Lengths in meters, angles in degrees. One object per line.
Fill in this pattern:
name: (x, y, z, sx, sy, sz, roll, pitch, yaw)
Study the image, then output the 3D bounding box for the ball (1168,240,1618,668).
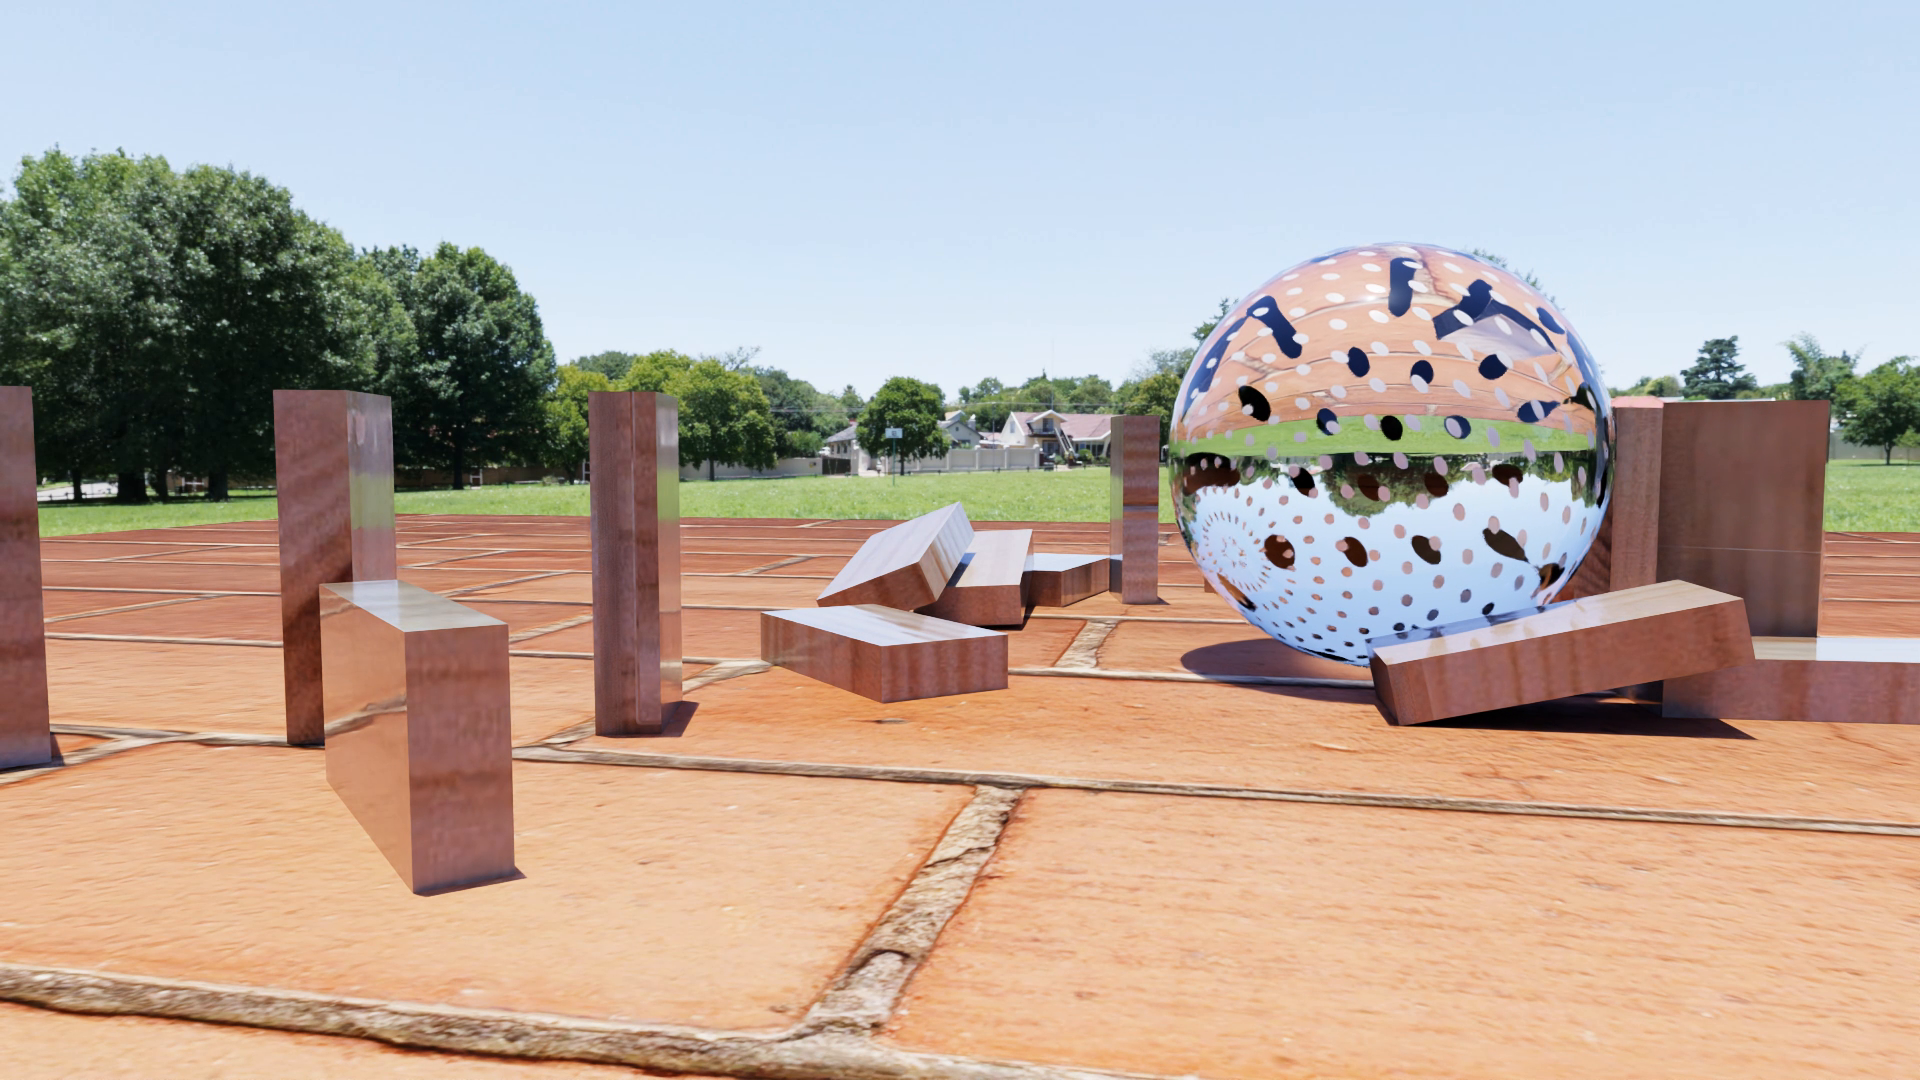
ball: (0.080, -0.016, 0.244, 0.080, 0.080, 0.080, 0, 4, 0)

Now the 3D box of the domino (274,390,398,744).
domino: (-0.093, 0.003, 0.193, 0.010, 0.050, 0.025, -1, 4, -10)

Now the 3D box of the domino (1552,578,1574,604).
domino: (0.169, 0.006, 0.322, 0.050, 0.025, 0.010, 0, 4, 1)

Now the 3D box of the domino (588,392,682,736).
domino: (-0.050, 0.003, 0.198, 0.009, 0.050, 0.025, 0, 4, -5)

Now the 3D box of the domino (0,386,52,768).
domino: (-0.133, 0.004, 0.177, 0.010, 0.050, 0.025, -3, 5, -38)

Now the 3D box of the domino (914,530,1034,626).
domino: (0.004, 0.009, 0.319, 0.025, 0.010, 0.050, -2, 15, 7)

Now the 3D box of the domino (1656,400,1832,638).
domino: (0.141, 0.000, 0.232, 0.025, 0.050, 0.010, 3, 5, 37)

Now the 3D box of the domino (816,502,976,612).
domino: (-0.014, 0.006, 0.300, 0.025, 0.010, 0.050, -21, 12, 16)

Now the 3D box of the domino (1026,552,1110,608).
domino: (0.024, 0.011, 0.361, 0.025, 0.010, 0.050, 2, 5, 22)

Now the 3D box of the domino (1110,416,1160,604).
domino: (0.048, -0.009, 0.352, 0.010, 0.050, 0.025, 0, 4, -1)

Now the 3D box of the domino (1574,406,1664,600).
domino: (0.145, -0.003, 0.273, 0.025, 0.050, 0.009, -1, 5, -19)

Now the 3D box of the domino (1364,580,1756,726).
domino: (0.091, 0.017, 0.201, 0.050, 0.009, 0.025, -12, 2, 11)

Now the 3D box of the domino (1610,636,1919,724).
domino: (0.136, 0.022, 0.208, 0.050, 0.010, 0.025, 1, 4, 8)

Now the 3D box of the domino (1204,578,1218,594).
domino: (0.093, 0.009, 0.383, 0.025, 0.010, 0.050, 2, 5, 29)

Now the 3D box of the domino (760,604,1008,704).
domino: (-0.015, 0.020, 0.238, 0.025, 0.010, 0.050, -3, 5, -32)

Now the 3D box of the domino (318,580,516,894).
domino: (-0.062, 0.019, 0.144, 0.010, 0.025, 0.050, -3, 5, -35)
